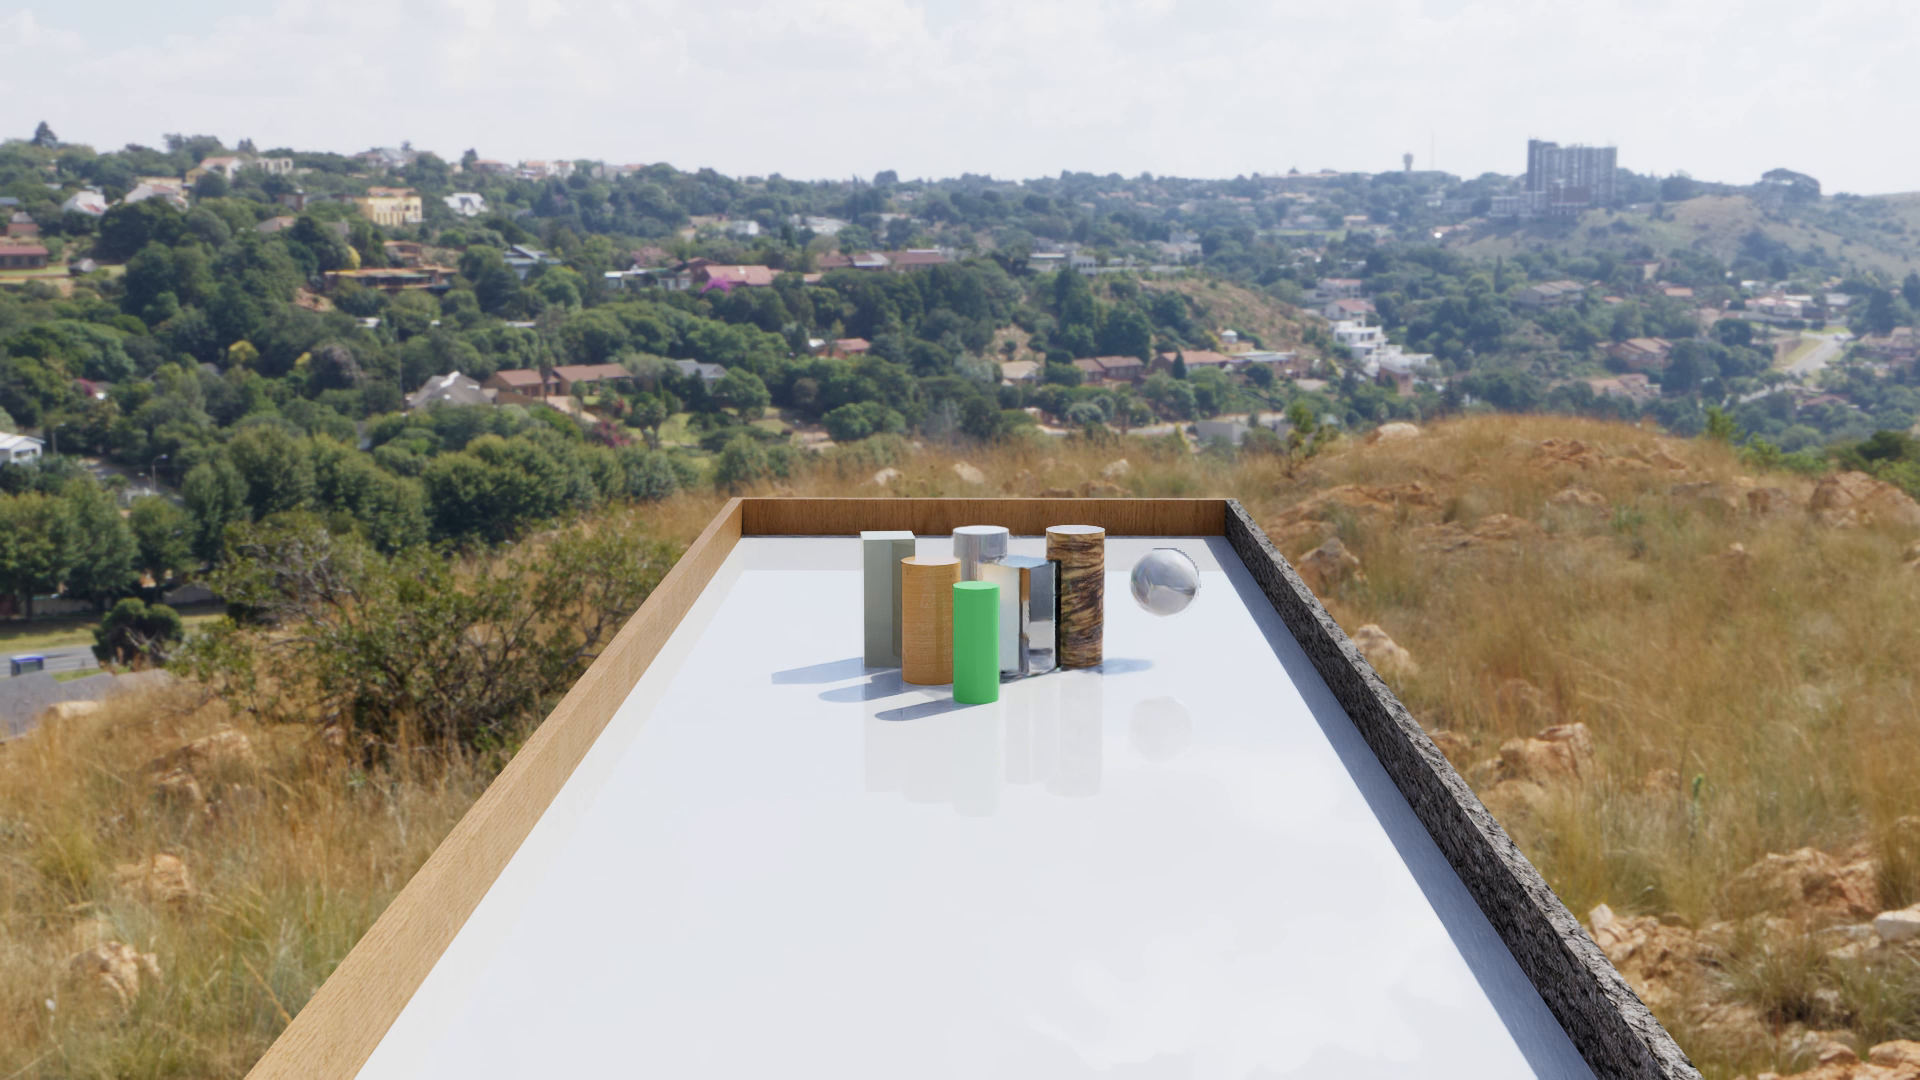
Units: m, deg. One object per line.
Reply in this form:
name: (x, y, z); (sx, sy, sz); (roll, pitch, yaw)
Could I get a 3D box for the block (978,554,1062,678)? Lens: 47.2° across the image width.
block: (0.176, 0.225, 6.550); (0.180, 0.326, 0.180); (6, 11, 34)

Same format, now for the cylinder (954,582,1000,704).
cylinder: (0.046, 0.287, 6.162); (0.129, 0.325, 0.129); (0, 9, 0)

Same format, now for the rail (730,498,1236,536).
rail: (0.099, -0.098, 9.147); (2.100, 0.150, 0.050); (0, 9, 1)

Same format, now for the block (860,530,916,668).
block: (-0.218, 0.177, 6.655); (0.155, 0.388, 0.155); (-1, 9, -6)

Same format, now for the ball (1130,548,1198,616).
ball: (0.622, 0.131, 6.717); (0.209, 0.209, 0.209); (0, 9, 0)

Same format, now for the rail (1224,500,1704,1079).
rail: (1.046, 0.843, 3.208); (0.050, 0.150, 12.000); (0, 9, 1)

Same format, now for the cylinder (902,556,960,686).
cylinder: (-0.084, 0.233, 6.413); (0.173, 0.353, 0.173); (0, 9, 0)

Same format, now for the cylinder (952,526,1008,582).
cylinder: (0.062, 0.166, 6.689); (0.170, 0.397, 0.170); (0, 8, 0)

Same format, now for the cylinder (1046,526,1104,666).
cylinder: (0.348, 0.168, 6.659); (0.178, 0.404, 0.178); (0, 9, 0)

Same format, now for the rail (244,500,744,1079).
rail: (-1.004, 0.839, 3.234); (0.050, 0.150, 12.000); (0, 9, 1)
